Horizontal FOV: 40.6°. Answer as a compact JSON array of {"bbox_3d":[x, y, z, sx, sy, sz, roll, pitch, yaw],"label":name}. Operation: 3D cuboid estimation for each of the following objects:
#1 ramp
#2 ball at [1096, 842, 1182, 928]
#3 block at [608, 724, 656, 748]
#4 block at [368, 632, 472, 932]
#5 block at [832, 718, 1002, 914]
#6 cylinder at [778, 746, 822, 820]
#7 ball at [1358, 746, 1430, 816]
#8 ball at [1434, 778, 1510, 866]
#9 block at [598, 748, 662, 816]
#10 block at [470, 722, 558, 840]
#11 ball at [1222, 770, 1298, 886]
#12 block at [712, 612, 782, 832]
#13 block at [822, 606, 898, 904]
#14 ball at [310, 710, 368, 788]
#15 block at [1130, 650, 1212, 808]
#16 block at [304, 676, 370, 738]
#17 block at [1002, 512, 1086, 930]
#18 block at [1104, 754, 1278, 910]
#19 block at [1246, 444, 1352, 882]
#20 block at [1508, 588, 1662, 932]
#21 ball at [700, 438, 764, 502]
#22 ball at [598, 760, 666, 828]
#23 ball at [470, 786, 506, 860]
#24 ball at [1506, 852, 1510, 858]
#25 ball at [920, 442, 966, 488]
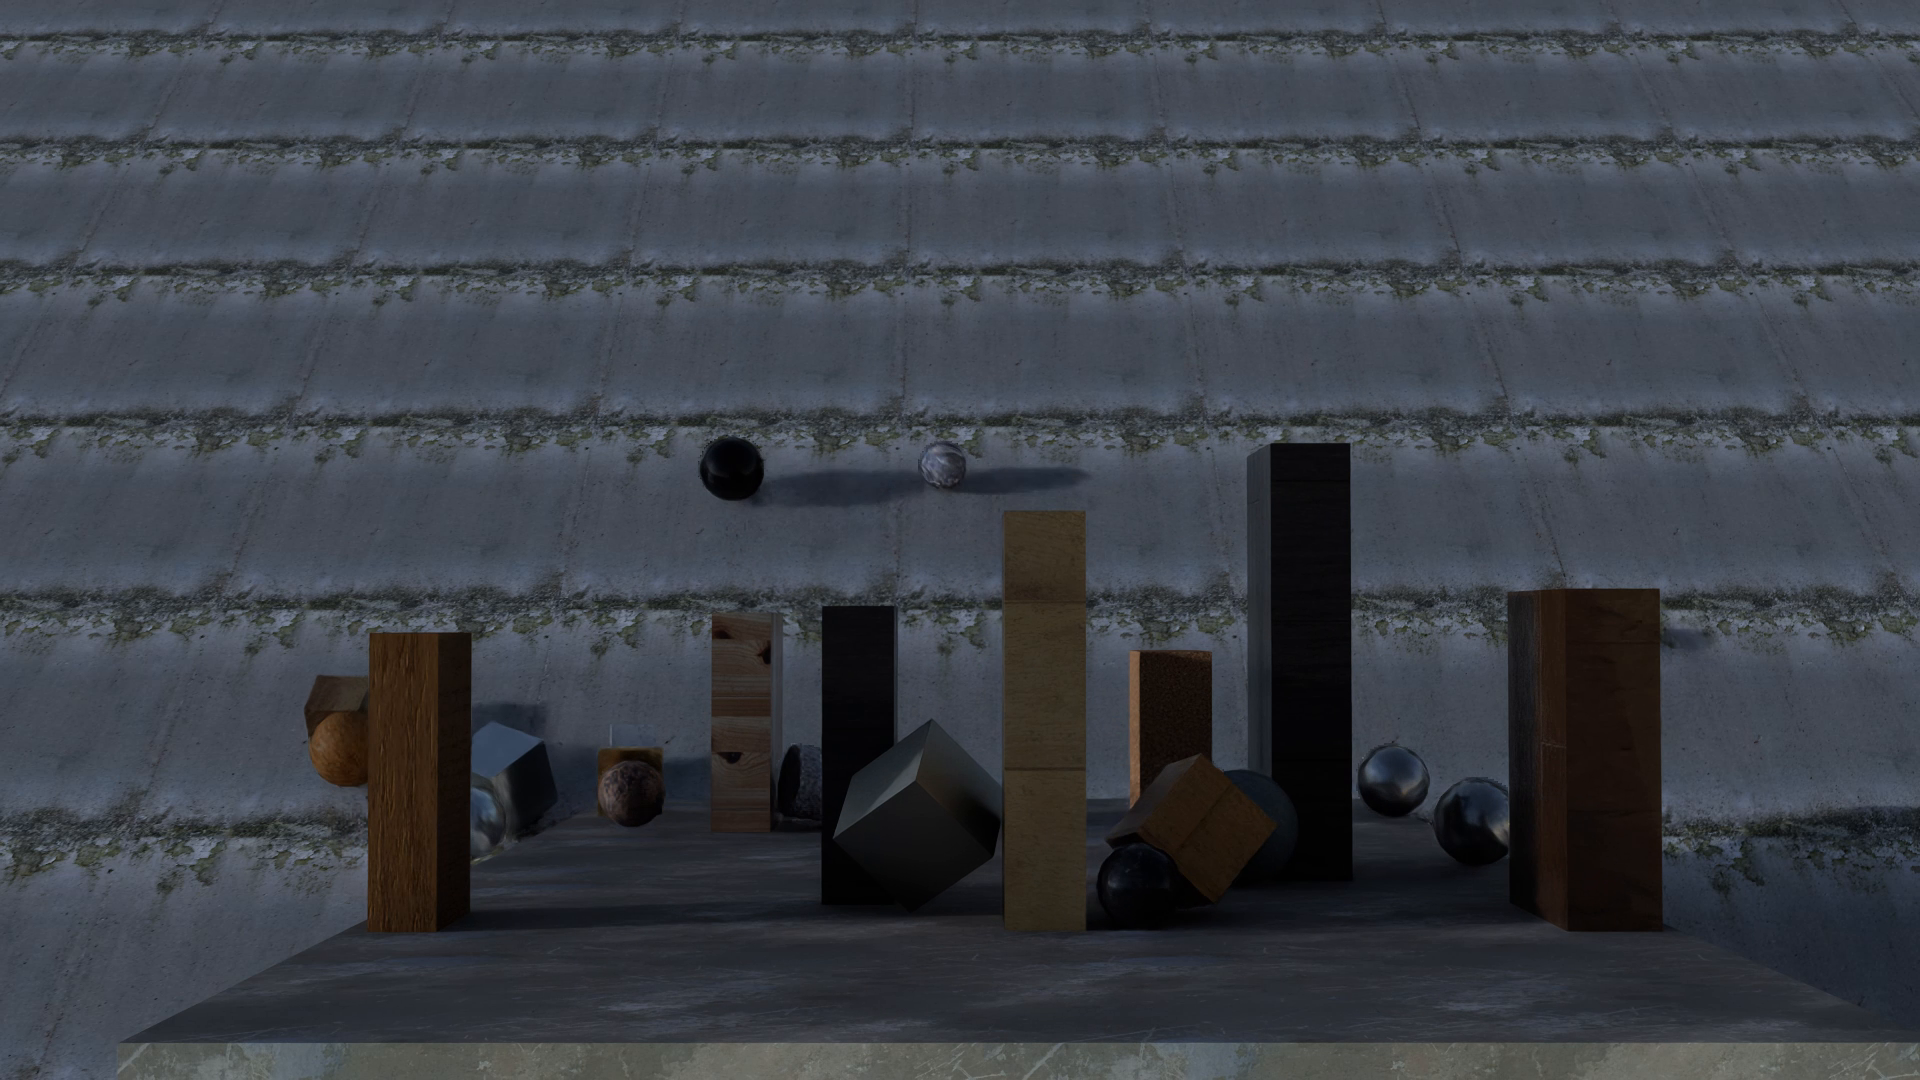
[{"bbox_3d":[0.078,0.666,4.842,2.000,0.100,4.000,0,-2,0],"label":"ramp"},{"bbox_3d":[0.271,0.521,3.919,0.129,0.129,0.129,0,35,0],"label":"ball"},{"bbox_3d":[-0.883,0.581,6.993,0.116,0.116,0.116,1,42,-11],"label":"block"},{"bbox_3d":[-0.831,0.366,4.008,0.103,0.446,0.265,0,-2,0],"label":"block"},{"bbox_3d":[-0.062,0.438,4.135,0.180,0.180,0.180,-37,17,24],"label":"block"},{"bbox_3d":[-0.310,0.555,5.874,0.160,0.160,0.160,11,31,-20],"label":"cylinder"},{"bbox_3d":[1.035,0.575,6.206,0.170,0.170,0.170,0,35,0],"label":"ball"},{"bbox_3d":[0.985,0.537,4.949,0.164,0.164,0.164,0,35,0],"label":"ball"},{"bbox_3d":[-0.802,0.586,6.307,0.156,0.156,0.156,0,-2,-8],"label":"block"},{"bbox_3d":[-1.216,0.634,6.852,0.197,0.197,0.197,15,37,35],"label":"block"},{"bbox_3d":[0.492,0.505,4.562,0.203,0.203,0.203,0,35,0],"label":"ball"},{"bbox_3d":[-0.483,0.409,5.921,0.131,0.484,0.387,0,-2,0],"label":"block"},{"bbox_3d":[-0.168,0.357,4.392,0.118,0.489,0.272,0,-2,0],"label":"block"},{"bbox_3d":[-1.638,0.559,6.972,0.209,0.209,0.209,0,35,0],"label":"ball"},{"bbox_3d":[0.388,0.410,4.805,0.129,0.409,0.293,0,-2,0],"label":"block"},{"bbox_3d":[-1.700,0.479,7.139,0.149,0.149,0.149,2,35,2],"label":"block"},{"bbox_3d":[0.128,0.274,4.017,0.122,0.628,0.241,0,-2,0],"label":"block"},{"bbox_3d":[0.364,0.463,4.112,0.165,0.165,0.165,43,72,-3],"label":"block"},{"bbox_3d":[0.629,0.224,4.839,0.144,0.783,0.380,0,-2,0],"label":"block"},{"bbox_3d":[0.977,0.335,4.087,0.142,0.512,0.408,0,-2,0],"label":"block"},{"bbox_3d":[-0.709,-0.220,8.086,0.200,0.200,0.200,0,35,0],"label":"ball"},{"bbox_3d":[-0.745,0.575,5.891,0.152,0.152,0.152,0,35,0],"label":"ball"},{"bbox_3d":[-1.007,0.580,5.325,0.152,0.152,0.152,0,35,0],"label":"ball"},{"bbox_3d":[1.249,0.706,5.619,0.137,0.137,0.137,0,35,0],"label":"ball"},{"bbox_3d":[-0.052,-0.233,8.152,0.146,0.146,0.146,0,35,0],"label":"ball"}]
